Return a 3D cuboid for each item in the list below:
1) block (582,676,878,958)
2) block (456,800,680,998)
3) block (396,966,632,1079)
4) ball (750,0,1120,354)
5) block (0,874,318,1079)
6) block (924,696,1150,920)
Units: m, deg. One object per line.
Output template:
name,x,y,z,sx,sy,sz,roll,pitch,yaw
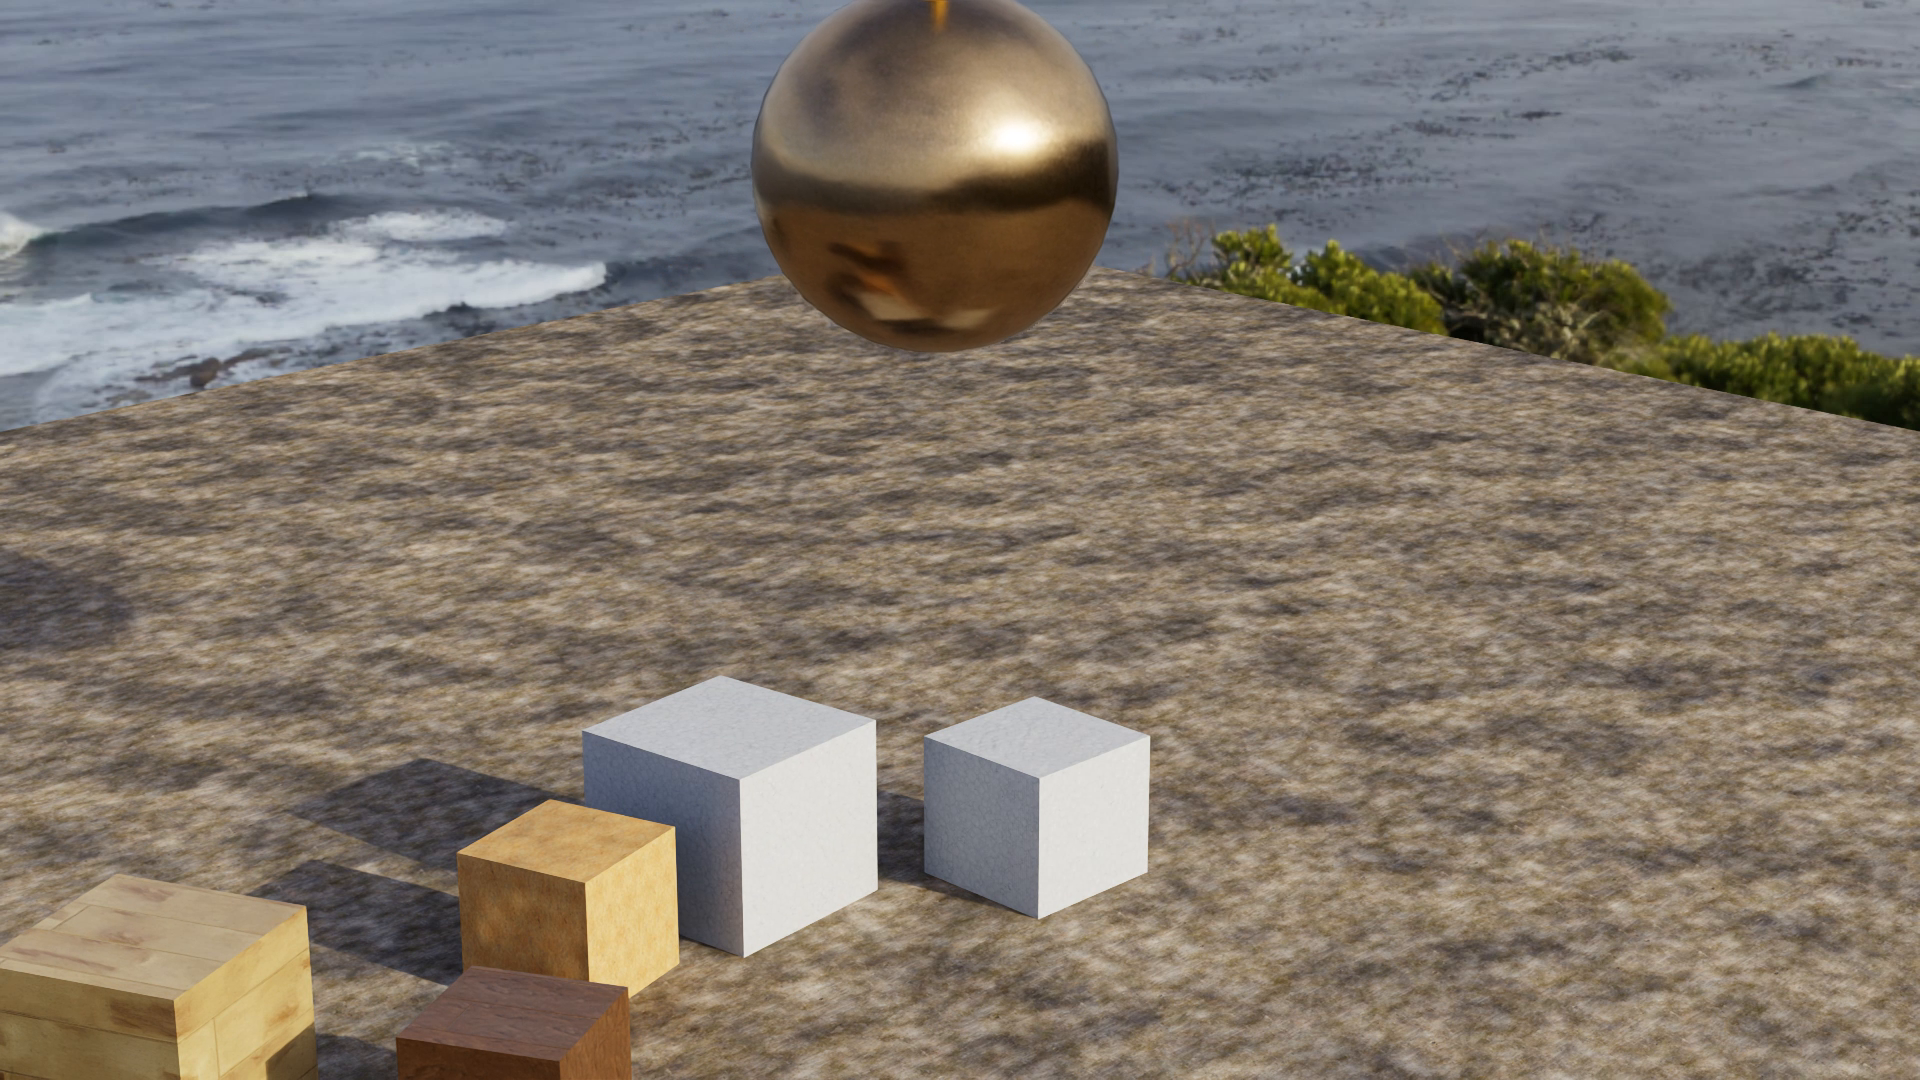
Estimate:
block,-1.021,1.213,13.113,0.938,0.823,0.898,13,22,36
block,-1.642,1.554,12.344,0.645,0.634,0.654,9,20,27
block,-1.640,2.026,10.876,0.643,0.612,0.621,5,18,16
ball,-0.110,-1.612,12.720,1.600,1.600,1.600,0,17,0
block,-3.048,1.859,11.073,0.859,0.813,0.856,6,19,20
block,0.349,1.208,13.384,0.727,0.671,0.723,-17,24,-42
